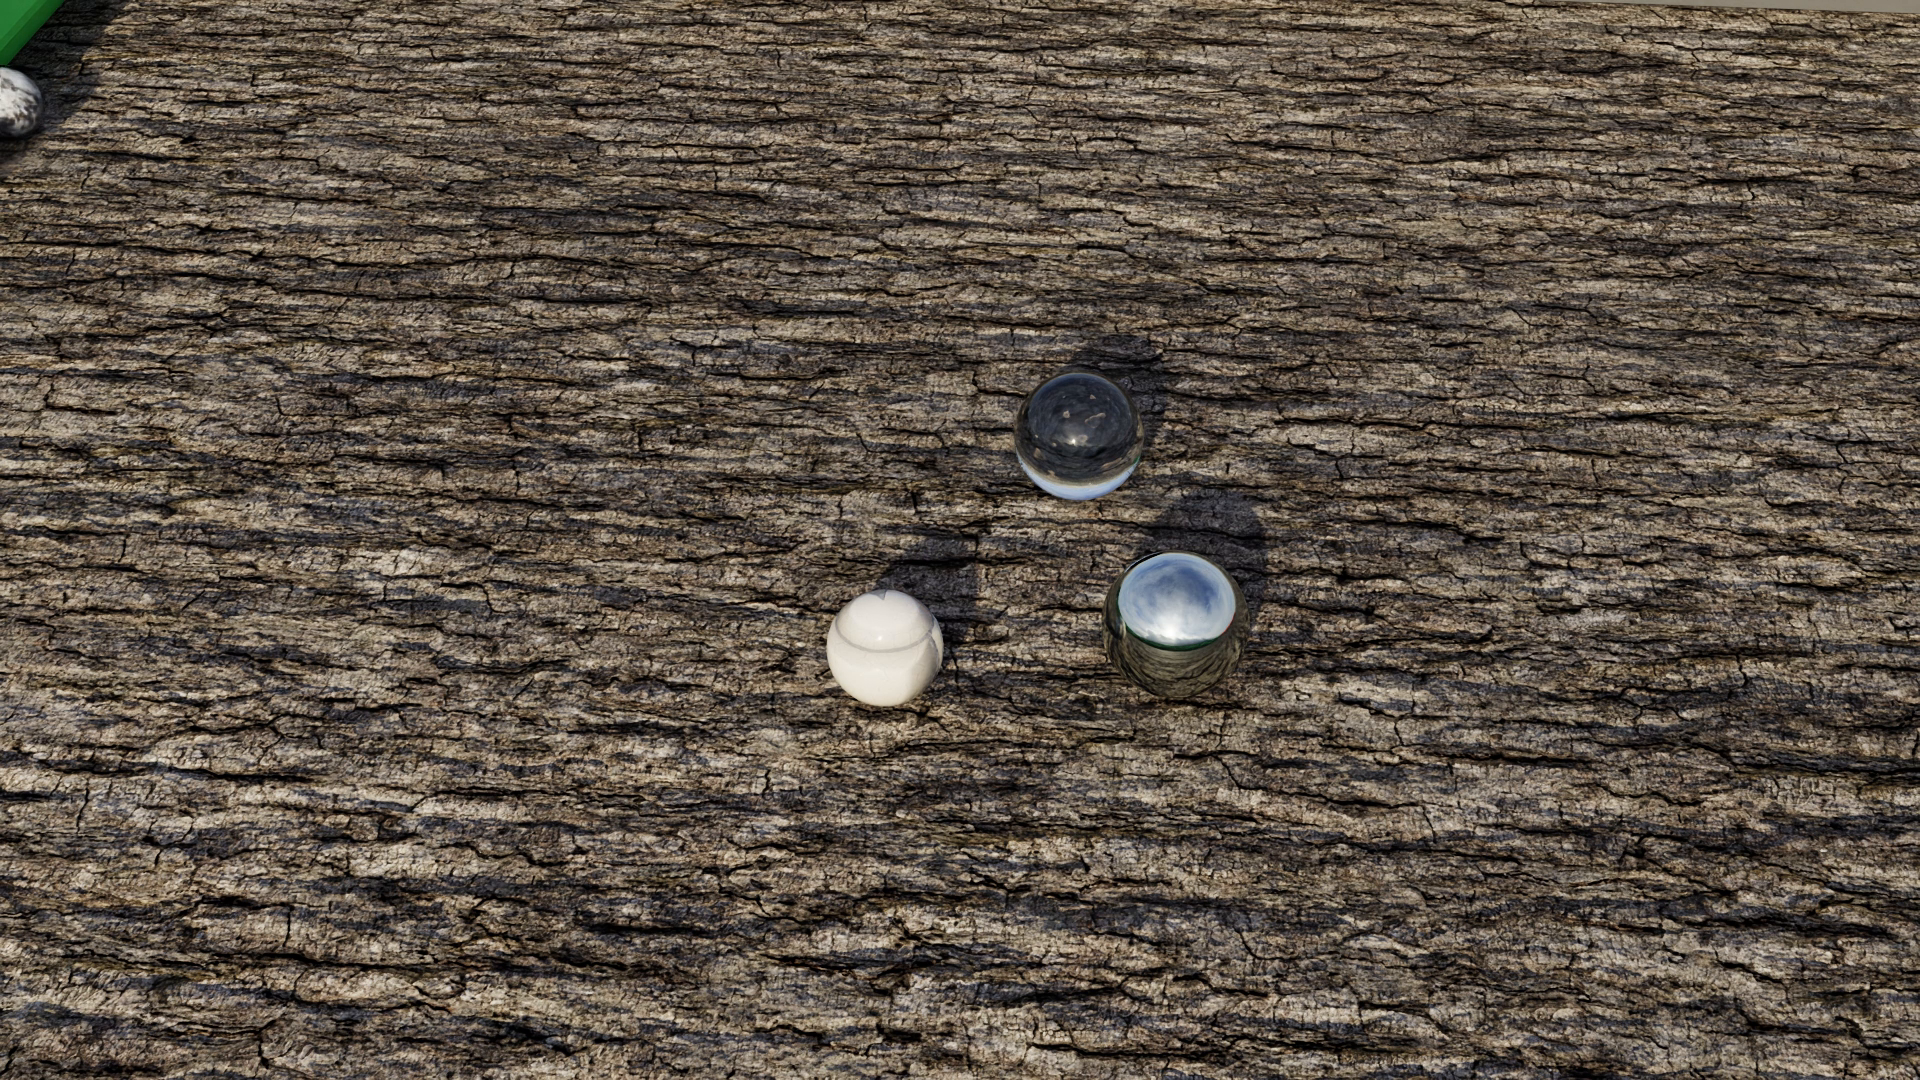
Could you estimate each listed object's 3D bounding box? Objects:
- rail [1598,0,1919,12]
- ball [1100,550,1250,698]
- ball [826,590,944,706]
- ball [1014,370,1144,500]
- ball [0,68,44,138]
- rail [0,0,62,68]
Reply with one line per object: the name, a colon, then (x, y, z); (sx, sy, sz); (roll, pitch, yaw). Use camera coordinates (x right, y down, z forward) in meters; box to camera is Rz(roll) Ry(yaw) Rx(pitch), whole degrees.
rail: (1.036, -0.541, 2.419); (3.822, 0.122, 0.045); (3, 36, 4)
ball: (0.135, 0.053, 1.616); (0.094, 0.094, 0.094); (0, 36, 0)
ball: (-0.047, 0.068, 1.612); (0.074, 0.074, 0.074); (0, 36, 0)
ball: (0.083, -0.073, 1.794); (0.091, 0.091, 0.091); (0, 36, 0)
ball: (-0.838, -0.384, 2.253); (0.061, 0.061, 0.061); (0, 36, 0)
rail: (-0.928, -0.067, 1.757); (0.045, 0.122, 2.008); (3, 36, 4)
